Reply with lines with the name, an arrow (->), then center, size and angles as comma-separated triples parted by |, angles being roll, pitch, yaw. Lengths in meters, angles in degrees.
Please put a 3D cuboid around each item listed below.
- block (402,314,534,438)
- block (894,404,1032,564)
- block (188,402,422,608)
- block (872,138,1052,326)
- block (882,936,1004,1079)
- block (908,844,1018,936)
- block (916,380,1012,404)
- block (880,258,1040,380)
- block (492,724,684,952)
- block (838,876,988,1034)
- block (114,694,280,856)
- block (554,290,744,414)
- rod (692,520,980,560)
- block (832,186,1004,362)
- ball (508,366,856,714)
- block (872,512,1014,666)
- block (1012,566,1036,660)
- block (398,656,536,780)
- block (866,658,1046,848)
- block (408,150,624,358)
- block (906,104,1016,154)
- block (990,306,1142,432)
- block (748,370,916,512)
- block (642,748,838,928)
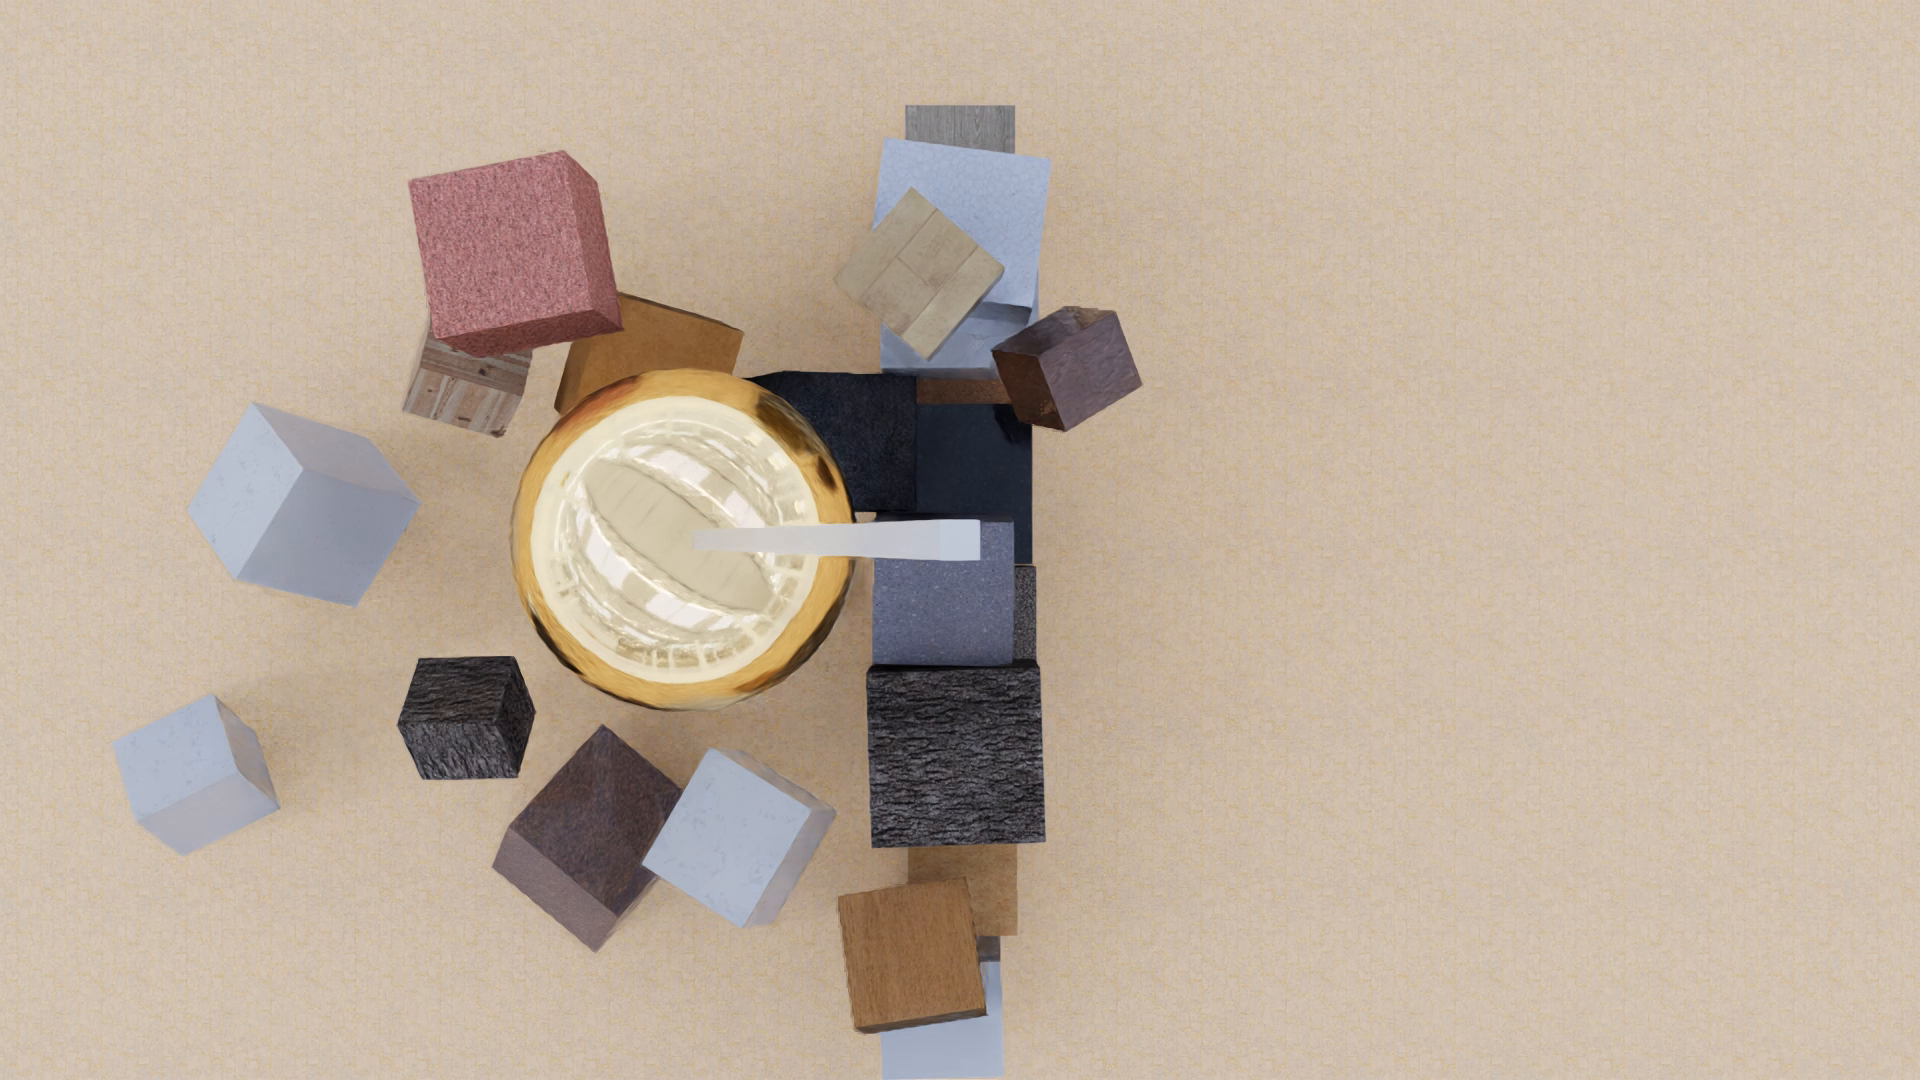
block -> -2.669, -0.939, 11.984 | 0.559, 0.554, 0.457 | 16, 63, -17
block -> 0.012, -0.312, 12.596 | 0.765, 0.798, 0.886 | 0, 90, -1
block -> -3.693, -0.189, 12.393 | 0.690, 0.818, 0.743 | 43, 104, 36
block -> -0.007, -1.531, 11.032 | 0.814, 0.861, 0.721 | 7, 90, 0
block -> -0.099, 2.670, 12.602 | 0.675, 0.791, 0.637 | -2, 90, 1
block -> 0.015, 1.949, 12.701 | 0.617, 0.598, 0.566 | 0, 90, 0
block -> 0.011, -1.153, 12.639 | 0.778, 0.722, 0.790 | 0, 90, 0
block -> 0.000, -1.303, 11.870 | 0.824, 0.815, 0.816 | 0, 90, 0
block -> -2.037, 1.692, 12.417 | 0.778, 0.785, 0.796 | 39, 60, 2
block -> -0.246, 2.247, 11.842 | 0.684, 0.757, 0.685 | -9, 74, -1
block -> -4.359, 1.348, 12.581 | 0.611, 0.572, 0.543 | -26, 61, -5
block -> -1.702, -0.924, 11.967 | 0.767, 0.659, 0.716 | 15, 96, -20
rod -> -0.552, 0.000, 6.870 | 0.080, 5.200, 0.080 | 0, 90, -12
block -> -0.185, -1.233, 10.300 | 0.562, 0.596, 0.552 | 41, 93, -2
ball -> -1.275, 0.000, 10.193 | 1.600, 1.600, 1.600 | 0, 90, 0
block -> -0.091, 0.252, 11.829 | 0.731, 0.750, 0.748 | 0, 94, -1
block -> 0.007, 0.517, 12.623 | 0.838, 0.754, 0.731 | 0, 90, 0
block -> -2.440, 0.884, 10.915 | 0.493, 0.434, 0.424 | -2, 135, 8
block -> -0.021, 1.114, 11.685 | 0.892, 0.881, 0.896 | -2, 90, 0
block -> -2.215, -1.418, 11.057 | 0.778, 0.796, 0.789 | -10, 87, 2
block -> 0.000, -2.017, 12.027 | 0.585, 0.662, 0.592 | 0, 90, 0
block -> 0.531, -0.865, 11.005 | 0.493, 0.455, 0.414 | -31, 113, -21
block -> -0.749, -0.525, 12.097 | 0.765, 0.761, 0.726 | 0, 89, -27
block -> -1.140, 1.553, 11.503 | 0.627, 0.609, 0.695 | 30, 89, 12
